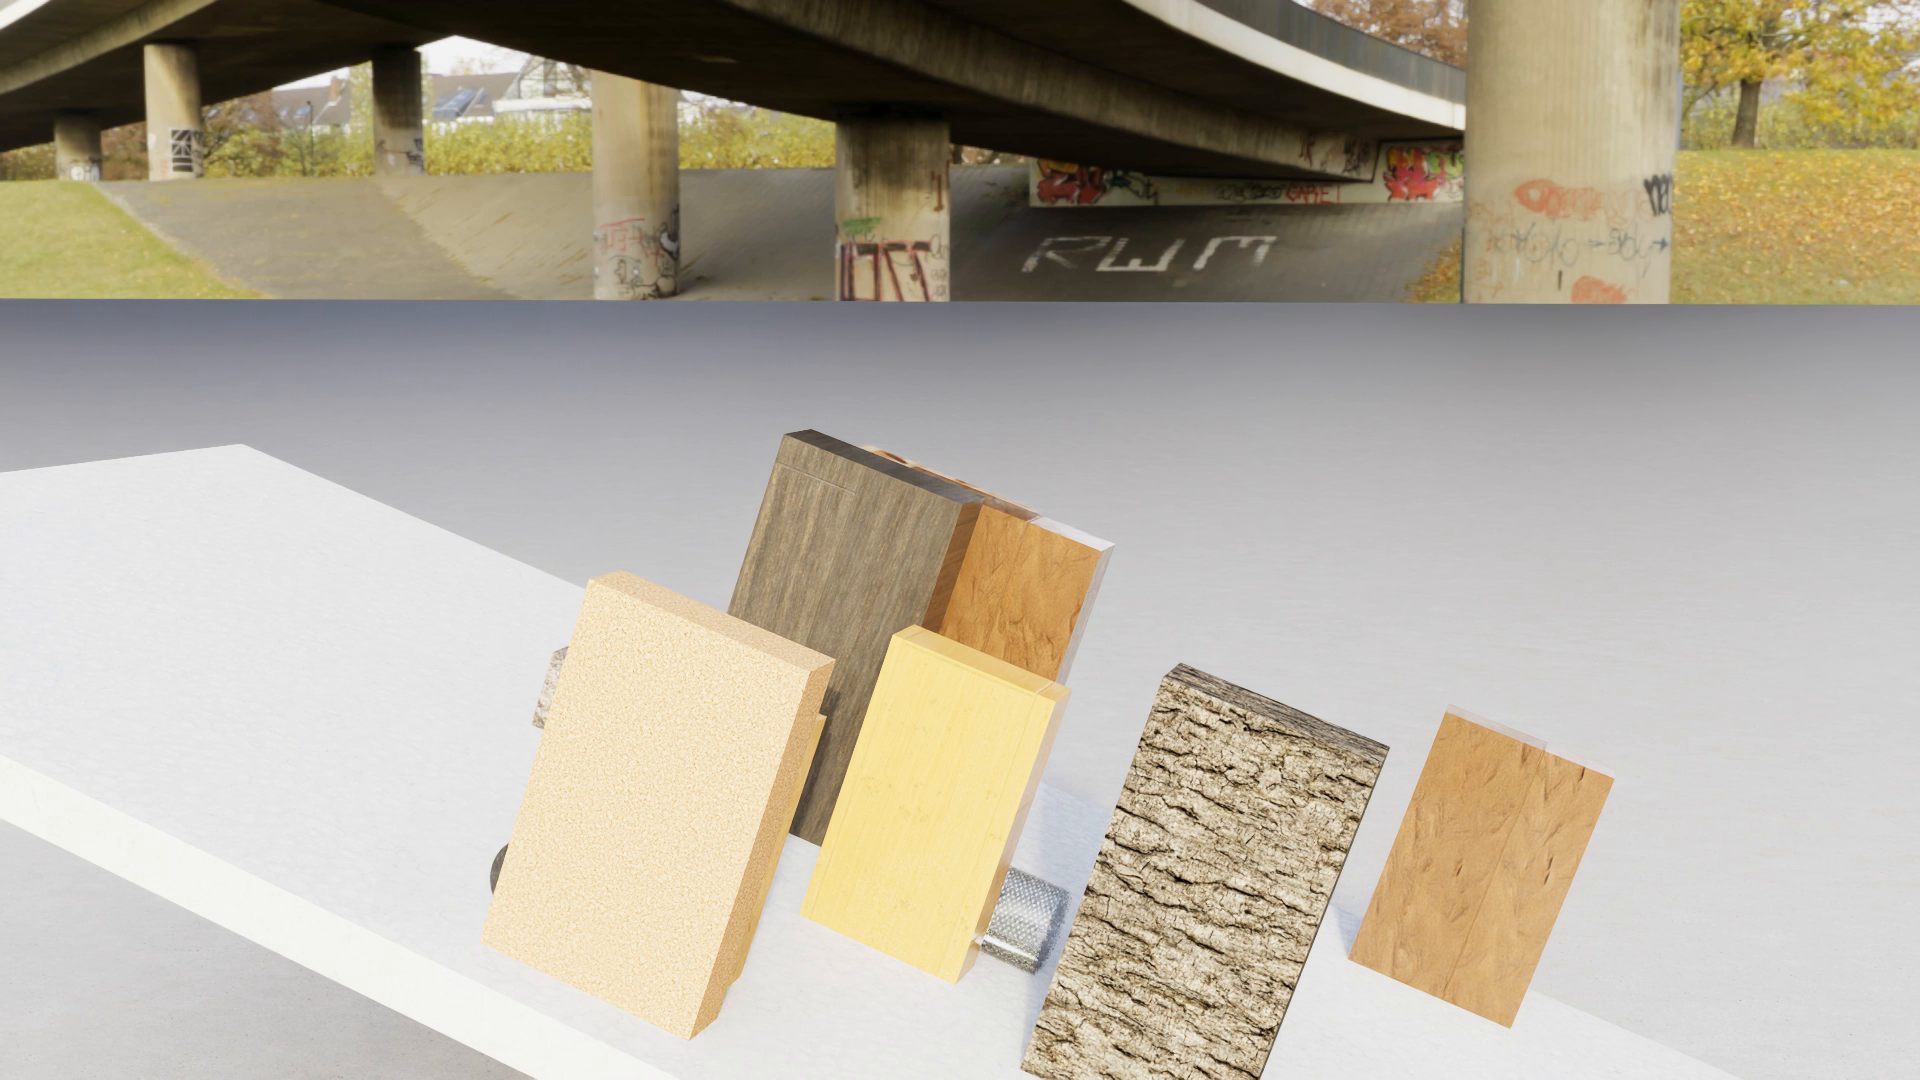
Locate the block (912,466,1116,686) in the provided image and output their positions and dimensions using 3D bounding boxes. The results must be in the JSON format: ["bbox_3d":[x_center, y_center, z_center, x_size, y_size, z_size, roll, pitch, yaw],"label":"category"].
[{"bbox_3d":[-0.016,0.256,4.479,0.445,0.694,0.119,22,12,14],"label":"block"}]

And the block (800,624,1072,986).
[{"bbox_3d":[-0.045,0.464,3.875,0.308,0.543,0.118,22,12,14],"label":"block"}]

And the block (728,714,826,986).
[{"bbox_3d":[-0.415,0.460,3.518,0.248,0.468,0.118,22,12,14],"label":"block"}]

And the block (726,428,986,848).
[{"bbox_3d":[-0.259,0.197,4.284,0.377,0.733,0.147,22,12,14],"label":"block"}]

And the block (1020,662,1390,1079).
[{"bbox_3d":[0.392,0.598,3.553,0.361,0.704,0.139,22,12,14],"label":"block"}]

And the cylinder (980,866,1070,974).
[{"bbox_3d":[0.092,0.684,4.015,0.164,0.164,0.164,22,12,14],"label":"cylinder"}]

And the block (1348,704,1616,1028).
[{"bbox_3d":[1.078,0.675,4.561,0.356,0.572,0.090,22,12,14],"label":"block"}]

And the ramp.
[{"bbox_3d":[-0.342,0.633,4.216,4.000,0.100,2.000,22,12,14],"label":"ramp"}]

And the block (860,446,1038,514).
[{"bbox_3d":[-0.139,0.190,4.623,0.391,0.679,0.131,22,12,14],"label":"block"}]

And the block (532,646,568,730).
[{"bbox_3d":[-0.737,0.313,4.425,0.159,0.159,0.159,21,12,12],"label":"block"}]

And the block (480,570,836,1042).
[{"bbox_3d":[-0.466,0.402,3.354,0.372,0.611,0.109,22,12,14],"label":"block"}]
